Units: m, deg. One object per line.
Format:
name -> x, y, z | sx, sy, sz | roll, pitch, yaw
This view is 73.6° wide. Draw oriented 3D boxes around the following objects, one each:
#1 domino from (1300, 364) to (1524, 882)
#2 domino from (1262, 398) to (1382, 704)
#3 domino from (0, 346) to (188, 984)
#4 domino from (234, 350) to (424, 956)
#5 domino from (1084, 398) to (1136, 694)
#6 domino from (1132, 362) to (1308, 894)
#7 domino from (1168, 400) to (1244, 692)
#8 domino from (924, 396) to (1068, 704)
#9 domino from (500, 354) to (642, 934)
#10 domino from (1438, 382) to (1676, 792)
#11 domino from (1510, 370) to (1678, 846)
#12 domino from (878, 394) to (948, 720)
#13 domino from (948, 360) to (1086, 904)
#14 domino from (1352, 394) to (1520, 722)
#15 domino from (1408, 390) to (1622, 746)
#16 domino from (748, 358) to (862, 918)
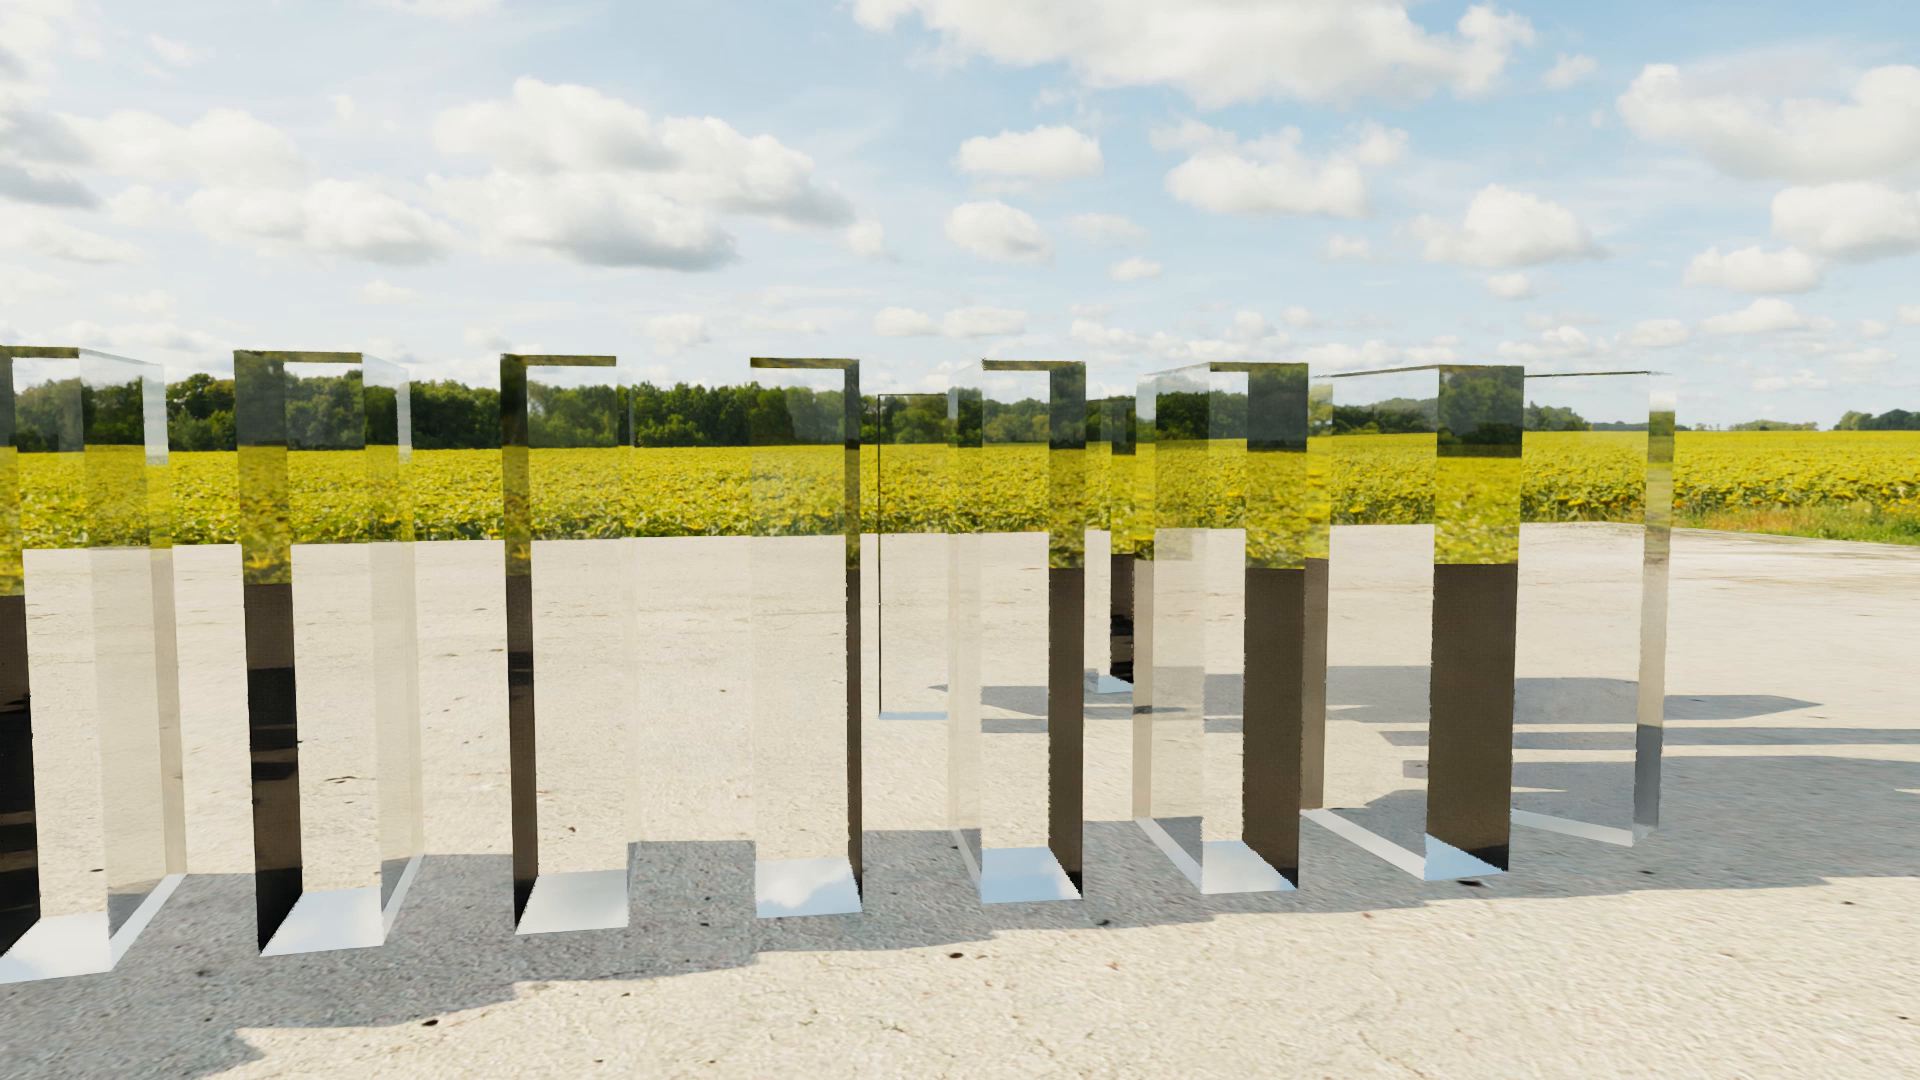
domino -> 0.047, 0.007, 0.136 | 0.009, 0.050, 0.025 | -1, 4, -15
domino -> 0.063, 0.001, 0.221 | 0.009, 0.050, 0.025 | 4, 6, 40
domino -> -0.077, 0.009, 0.112 | 0.009, 0.050, 0.025 | -1, 5, -19
domino -> -0.057, 0.009, 0.118 | 0.009, 0.050, 0.025 | -1, 4, -15
domino -> 0.024, 0.000, 0.231 | 0.009, 0.050, 0.025 | -1, 5, -19
domino -> 0.026, 0.008, 0.133 | 0.009, 0.050, 0.025 | -1, 4, -8
domino -> 0.045, 0.000, 0.232 | 0.009, 0.050, 0.025 | 1, 5, 19
domino -> 0.006, 0.001, 0.220 | 0.009, 0.050, 0.025 | -4, 6, -43
domino -> -0.036, 0.008, 0.123 | 0.009, 0.050, 0.025 | -1, 4, -11
domino -> 0.075, 0.005, 0.164 | 0.025, 0.050, 0.009 | 1, 5, 18
domino -> 0.065, 0.007, 0.146 | 0.025, 0.050, 0.009 | 4, 6, 43
domino -> 0.000, 0.002, 0.201 | 0.025, 0.050, 0.010 | 0, 4, 0
domino -> 0.005, 0.008, 0.130 | 0.009, 0.050, 0.025 | -1, 4, -8
domino -> 0.076, 0.002, 0.205 | 0.025, 0.050, 0.009 | -2, 5, -27
domino -> 0.079, 0.004, 0.185 | 0.025, 0.050, 0.009 | 0, 4, 3
domino -> -0.016, 0.008, 0.126 | 0.009, 0.050, 0.025 | -1, 4, -10
